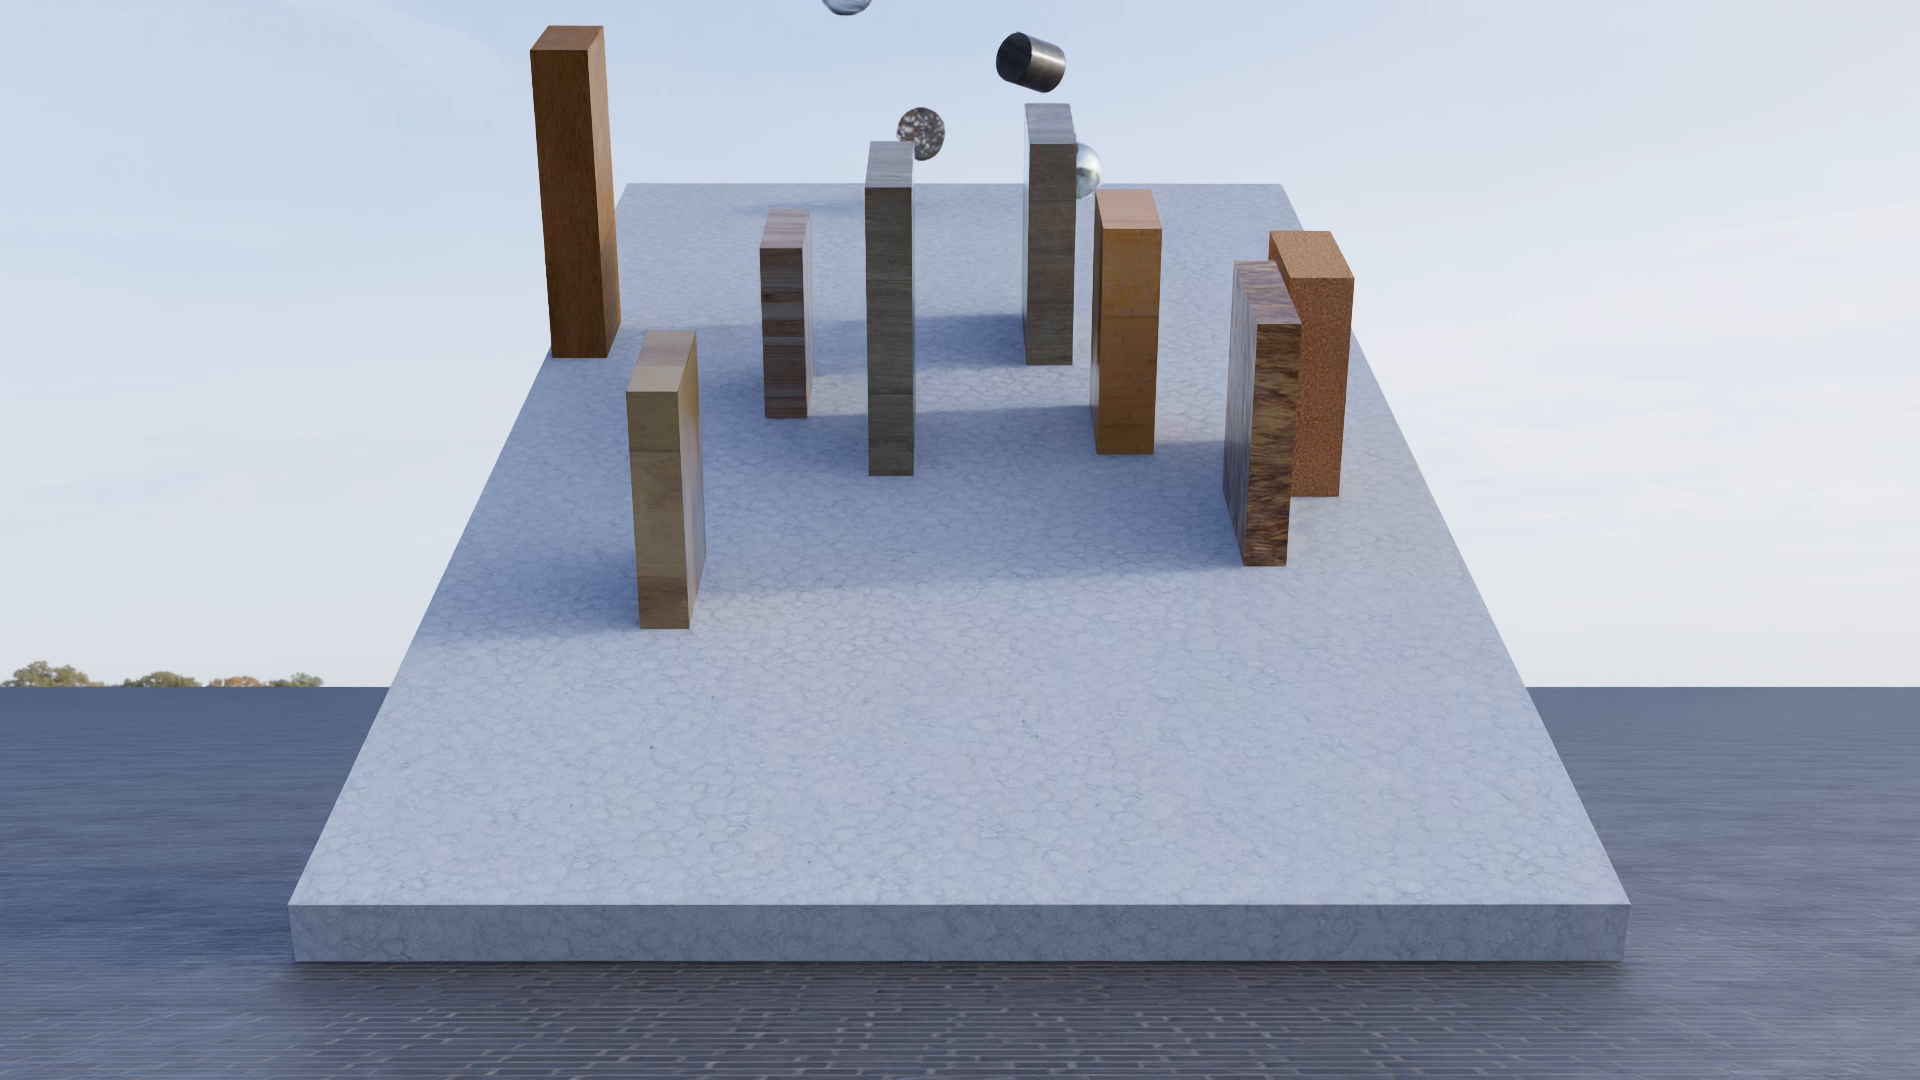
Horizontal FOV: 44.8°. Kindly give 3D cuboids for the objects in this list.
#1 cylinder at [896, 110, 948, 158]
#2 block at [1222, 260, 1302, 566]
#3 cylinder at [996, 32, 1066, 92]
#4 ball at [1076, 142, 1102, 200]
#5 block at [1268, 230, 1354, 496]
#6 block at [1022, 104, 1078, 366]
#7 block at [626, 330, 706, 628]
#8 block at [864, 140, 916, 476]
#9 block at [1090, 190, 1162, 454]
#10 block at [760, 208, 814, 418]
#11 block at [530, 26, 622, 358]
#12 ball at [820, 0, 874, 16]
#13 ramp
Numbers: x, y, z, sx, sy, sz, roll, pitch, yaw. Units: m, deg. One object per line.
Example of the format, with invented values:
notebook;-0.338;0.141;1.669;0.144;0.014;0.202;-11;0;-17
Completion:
cylinder;-0.111;-1.161;6.660;0.137;0.137;0.137;0;10;-6
block;0.598;-0.258;4.647;0.083;0.500;0.398;0;24;0
cylinder;0.205;-1.381;6.737;0.144;0.144;0.144;-3;-7;45
ball;0.334;-1.083;6.828;0.169;0.169;0.169;0;-3;0
block;0.730;-0.378;4.941;0.130;0.479;0.332;0;24;0
block;0.216;-0.752;5.694;0.112;0.545;0.396;0;24;0
block;-0.547;-0.117;4.364;0.091;0.468;0.331;0;24;0
block;-0.148;-0.503;5.026;0.095;0.634;0.373;0;24;0
block;0.362;-0.483;5.136;0.124;0.511;0.306;0;24;0
block;-0.396;-0.524;5.357;0.095;0.401;0.312;0;24;0
block;-0.925;-0.841;5.636;0.133;0.750;0.275;0;24;0
ball;-0.326;-1.594;6.691;0.174;0.174;0.174;0;-3;0
ramp;-0.008;-0.228;5.312;2.000;0.100;4.000;0;24;0
